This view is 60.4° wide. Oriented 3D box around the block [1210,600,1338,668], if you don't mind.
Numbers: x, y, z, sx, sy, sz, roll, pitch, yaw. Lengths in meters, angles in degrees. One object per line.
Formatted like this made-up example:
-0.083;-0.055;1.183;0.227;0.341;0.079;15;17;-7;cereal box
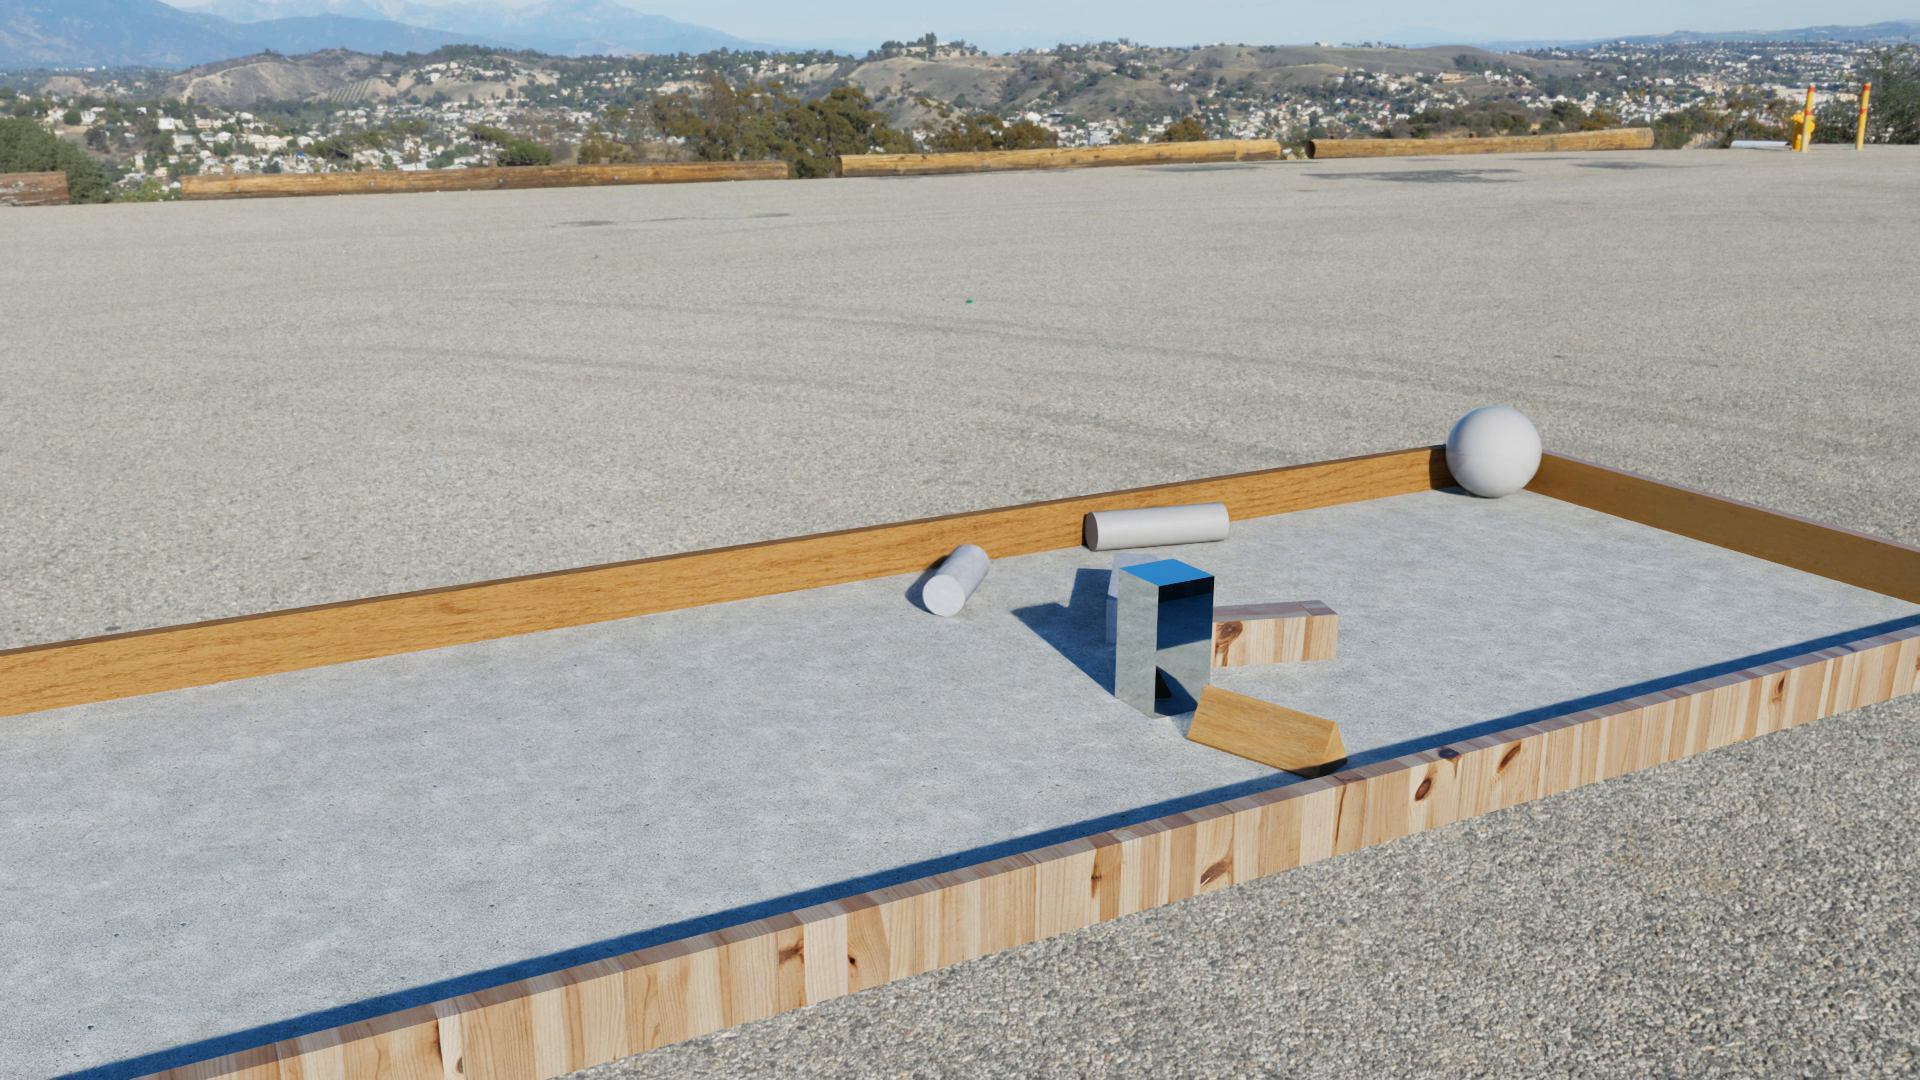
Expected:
0.785;0.244;4.307;0.370;0.122;0.122;-3;17;-10;block

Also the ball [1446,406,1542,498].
1.890;-0.314;5.843;0.327;0.327;0.327;0;16;0;ball

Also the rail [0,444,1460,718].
-3.305;0.497;3.399;12.000;0.150;0.050;-9;18;-27;rail

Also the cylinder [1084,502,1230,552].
0.631;-0.043;5.282;0.445;0.125;0.125;-4;17;-15;cylinder

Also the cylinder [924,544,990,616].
-0.008;0.113;4.752;0.121;0.121;0.315;4;17;13;cylinder

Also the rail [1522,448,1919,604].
2.466;-0.048;5.253;0.050;0.150;2.100;-9;18;-27;rail

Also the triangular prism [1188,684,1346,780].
0.691;0.420;3.710;0.338;0.115;0.133;14;21;40;triangular prism

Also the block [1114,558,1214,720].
0.490;0.235;3.965;0.162;0.332;0.162;-9;19;-28;block

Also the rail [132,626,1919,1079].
-2.336;1.006;1.665;12.000;0.150;0.050;-9;18;-27;rail

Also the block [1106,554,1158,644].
0.481;0.159;4.599;0.122;0.122;0.433;2;17;8;block
